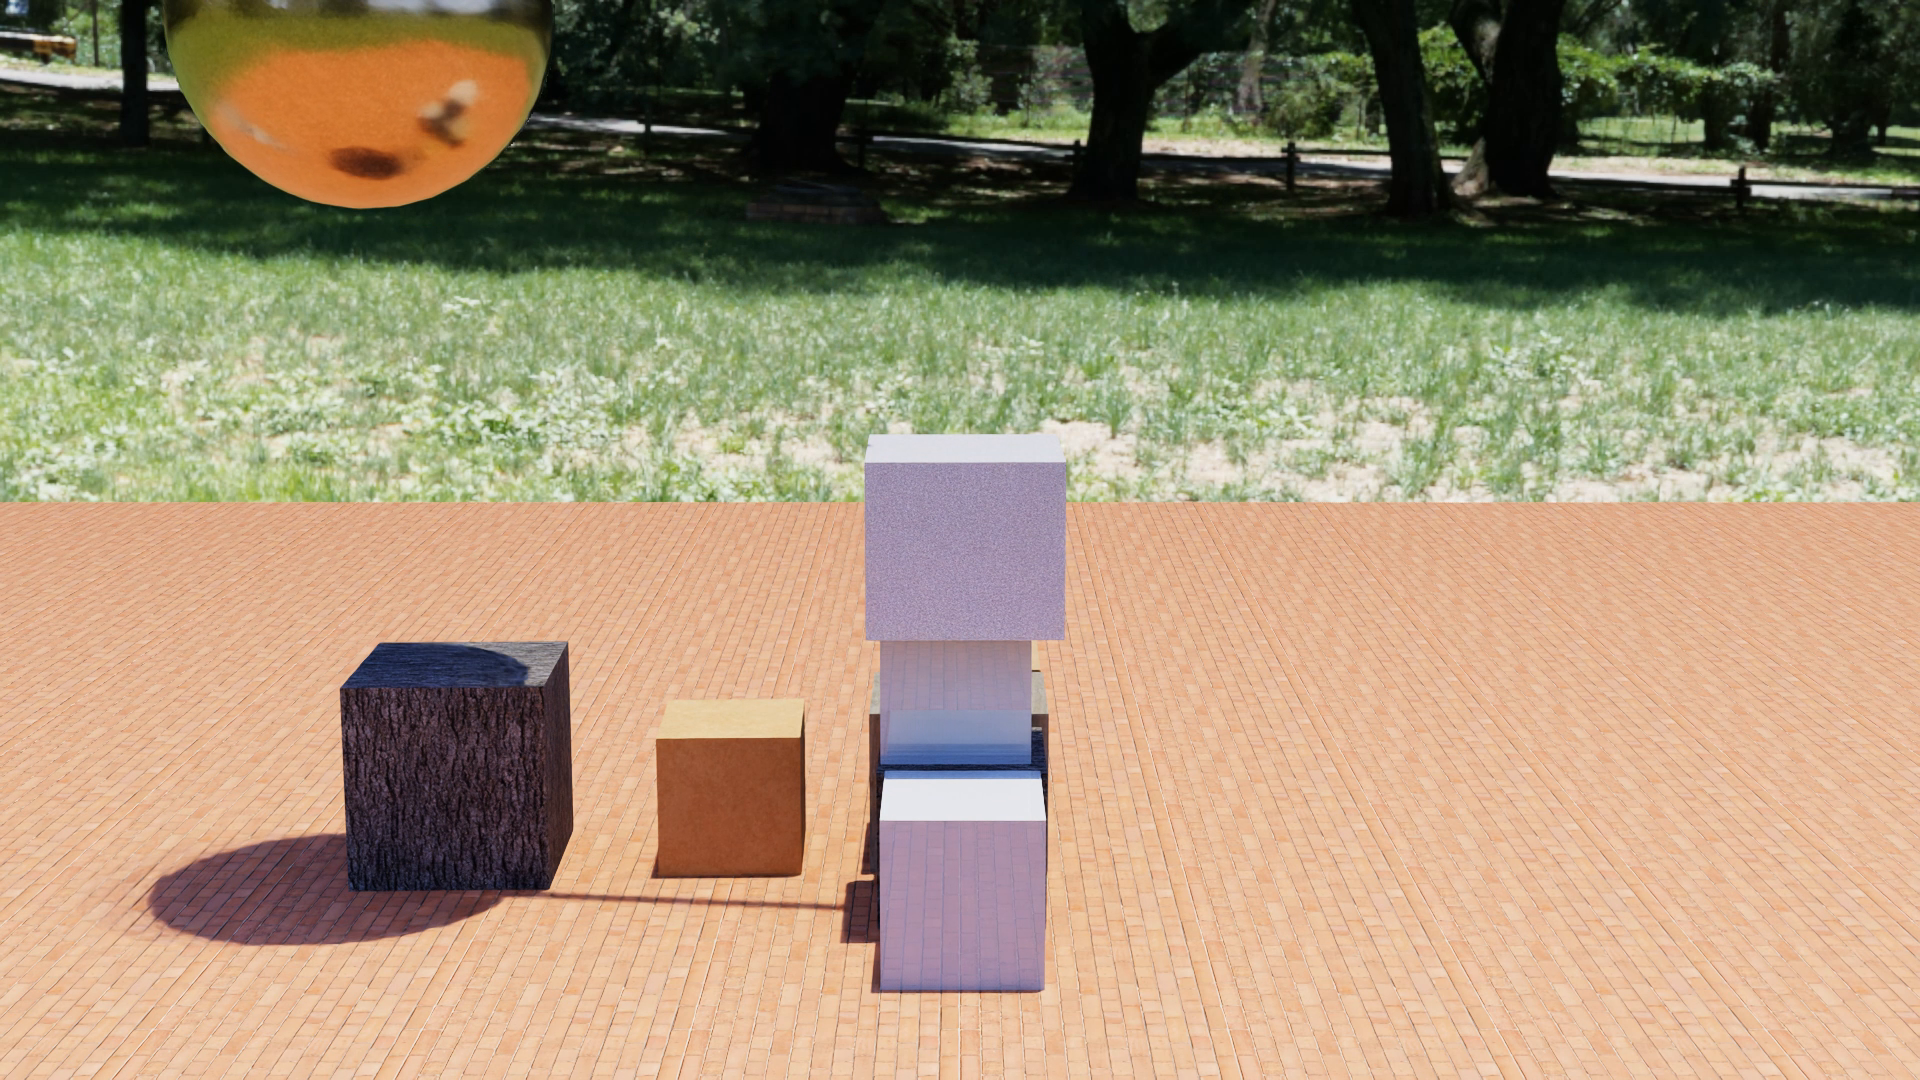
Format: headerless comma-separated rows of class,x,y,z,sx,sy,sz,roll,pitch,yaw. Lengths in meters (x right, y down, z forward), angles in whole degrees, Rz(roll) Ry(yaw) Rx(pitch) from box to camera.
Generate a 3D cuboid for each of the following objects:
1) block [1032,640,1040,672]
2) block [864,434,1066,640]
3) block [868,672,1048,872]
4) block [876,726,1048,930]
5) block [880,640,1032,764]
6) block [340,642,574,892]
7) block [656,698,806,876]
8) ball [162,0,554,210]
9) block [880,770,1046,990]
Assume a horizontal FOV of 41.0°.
block,0.008,0.908,12.519,0.743,0.734,0.721,0,10,0
block,0.018,-0.023,10.705,0.807,0.729,0.793,0,10,-1
block,-0.005,1.051,11.759,0.793,0.725,0.800,0,10,0
block,0.008,1.220,10.986,0.703,0.668,0.767,0,10,0
block,-0.018,0.601,10.921,0.627,0.575,0.574,0,10,0
block,-2.238,0.999,11.534,0.869,0.908,0.904,0,10,-2
block,-1.030,1.116,11.666,0.632,0.631,0.707,0,10,-2
ball,-2.518,-2.197,10.781,1.600,1.600,1.600,0,10,0
block,0.011,1.347,10.247,0.638,0.683,0.711,0,10,0
